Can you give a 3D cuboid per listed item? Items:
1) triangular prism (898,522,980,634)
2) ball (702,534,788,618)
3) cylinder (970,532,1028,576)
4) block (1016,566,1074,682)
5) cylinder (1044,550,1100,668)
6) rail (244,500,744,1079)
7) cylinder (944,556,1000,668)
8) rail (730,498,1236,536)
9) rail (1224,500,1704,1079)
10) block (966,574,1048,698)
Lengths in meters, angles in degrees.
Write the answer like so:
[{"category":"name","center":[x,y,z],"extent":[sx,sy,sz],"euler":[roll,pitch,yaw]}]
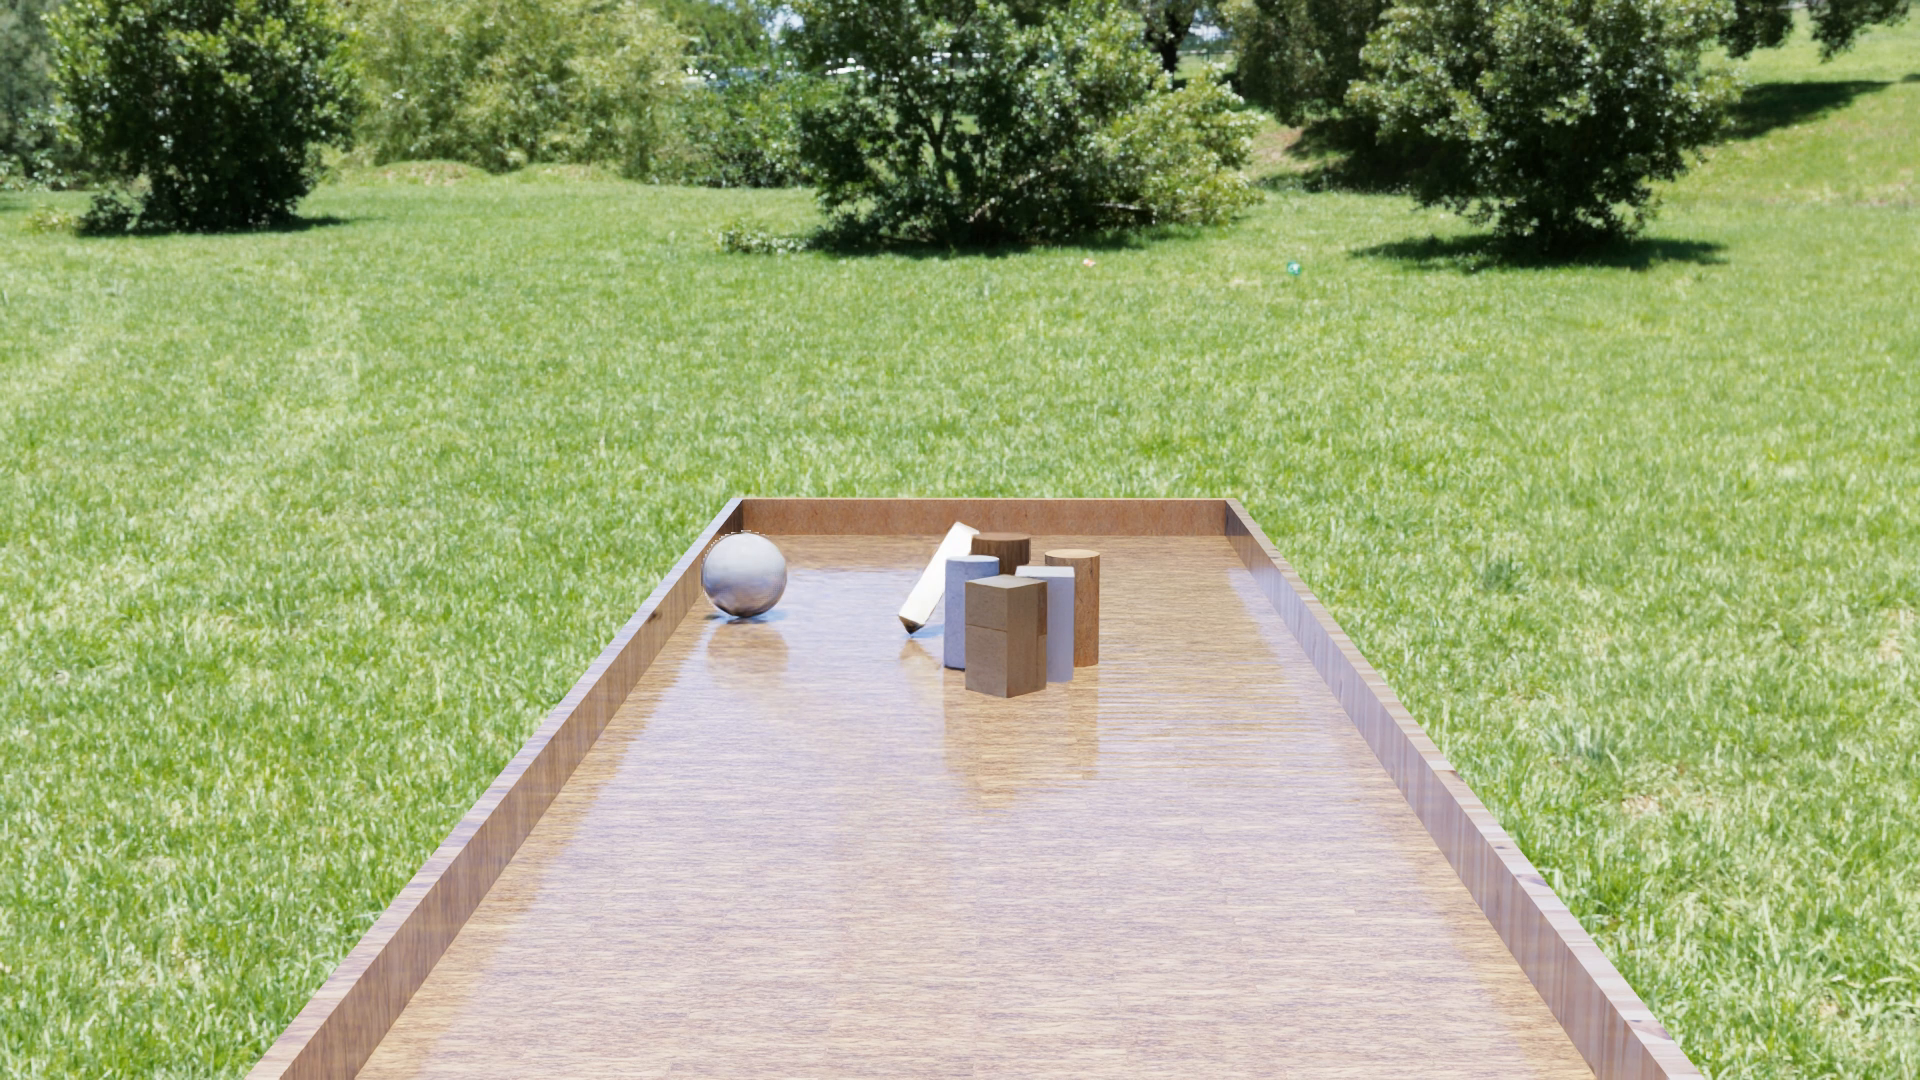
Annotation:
[{"category":"triangular prism","center":[-0.076,0.114,7.151],"extent":[0.094,0.082,0.424],"euler":[-35,19,54]},{"category":"ball","center":[-0.718,0.118,7.359],"extent":[0.283,0.283,0.283],"euler":[0,9,0]},{"category":"cylinder","center":[0.119,0.168,6.779],"extent":[0.178,0.361,0.178],"euler":[1,8,0]},{"category":"block","center":[0.248,0.246,6.459],"extent":[0.169,0.312,0.169],"euler":[0,9,2]},{"category":"cylinder","center":[0.339,0.205,6.652],"extent":[0.165,0.333,0.165],"euler":[0,9,0]},{"category":"rail","center":[-1.004,0.839,3.234],"extent":[0.050,0.150,12.000],"euler":[0,9,1]},{"category":"cylinder","center":[0.034,0.215,6.603],"extent":[0.163,0.321,0.163],"euler":[1,6,0]},{"category":"rail","center":[0.099,-0.098,9.147],"extent":[2.100,0.150,0.050],"euler":[0,9,1]},{"category":"rail","center":[1.046,0.843,3.208],"extent":[0.050,0.150,12.000],"euler":[0,9,1]},{"category":"block","center":[0.131,0.273,6.283],"extent":[0.165,0.315,0.165],"euler":[9,13,44]}]
